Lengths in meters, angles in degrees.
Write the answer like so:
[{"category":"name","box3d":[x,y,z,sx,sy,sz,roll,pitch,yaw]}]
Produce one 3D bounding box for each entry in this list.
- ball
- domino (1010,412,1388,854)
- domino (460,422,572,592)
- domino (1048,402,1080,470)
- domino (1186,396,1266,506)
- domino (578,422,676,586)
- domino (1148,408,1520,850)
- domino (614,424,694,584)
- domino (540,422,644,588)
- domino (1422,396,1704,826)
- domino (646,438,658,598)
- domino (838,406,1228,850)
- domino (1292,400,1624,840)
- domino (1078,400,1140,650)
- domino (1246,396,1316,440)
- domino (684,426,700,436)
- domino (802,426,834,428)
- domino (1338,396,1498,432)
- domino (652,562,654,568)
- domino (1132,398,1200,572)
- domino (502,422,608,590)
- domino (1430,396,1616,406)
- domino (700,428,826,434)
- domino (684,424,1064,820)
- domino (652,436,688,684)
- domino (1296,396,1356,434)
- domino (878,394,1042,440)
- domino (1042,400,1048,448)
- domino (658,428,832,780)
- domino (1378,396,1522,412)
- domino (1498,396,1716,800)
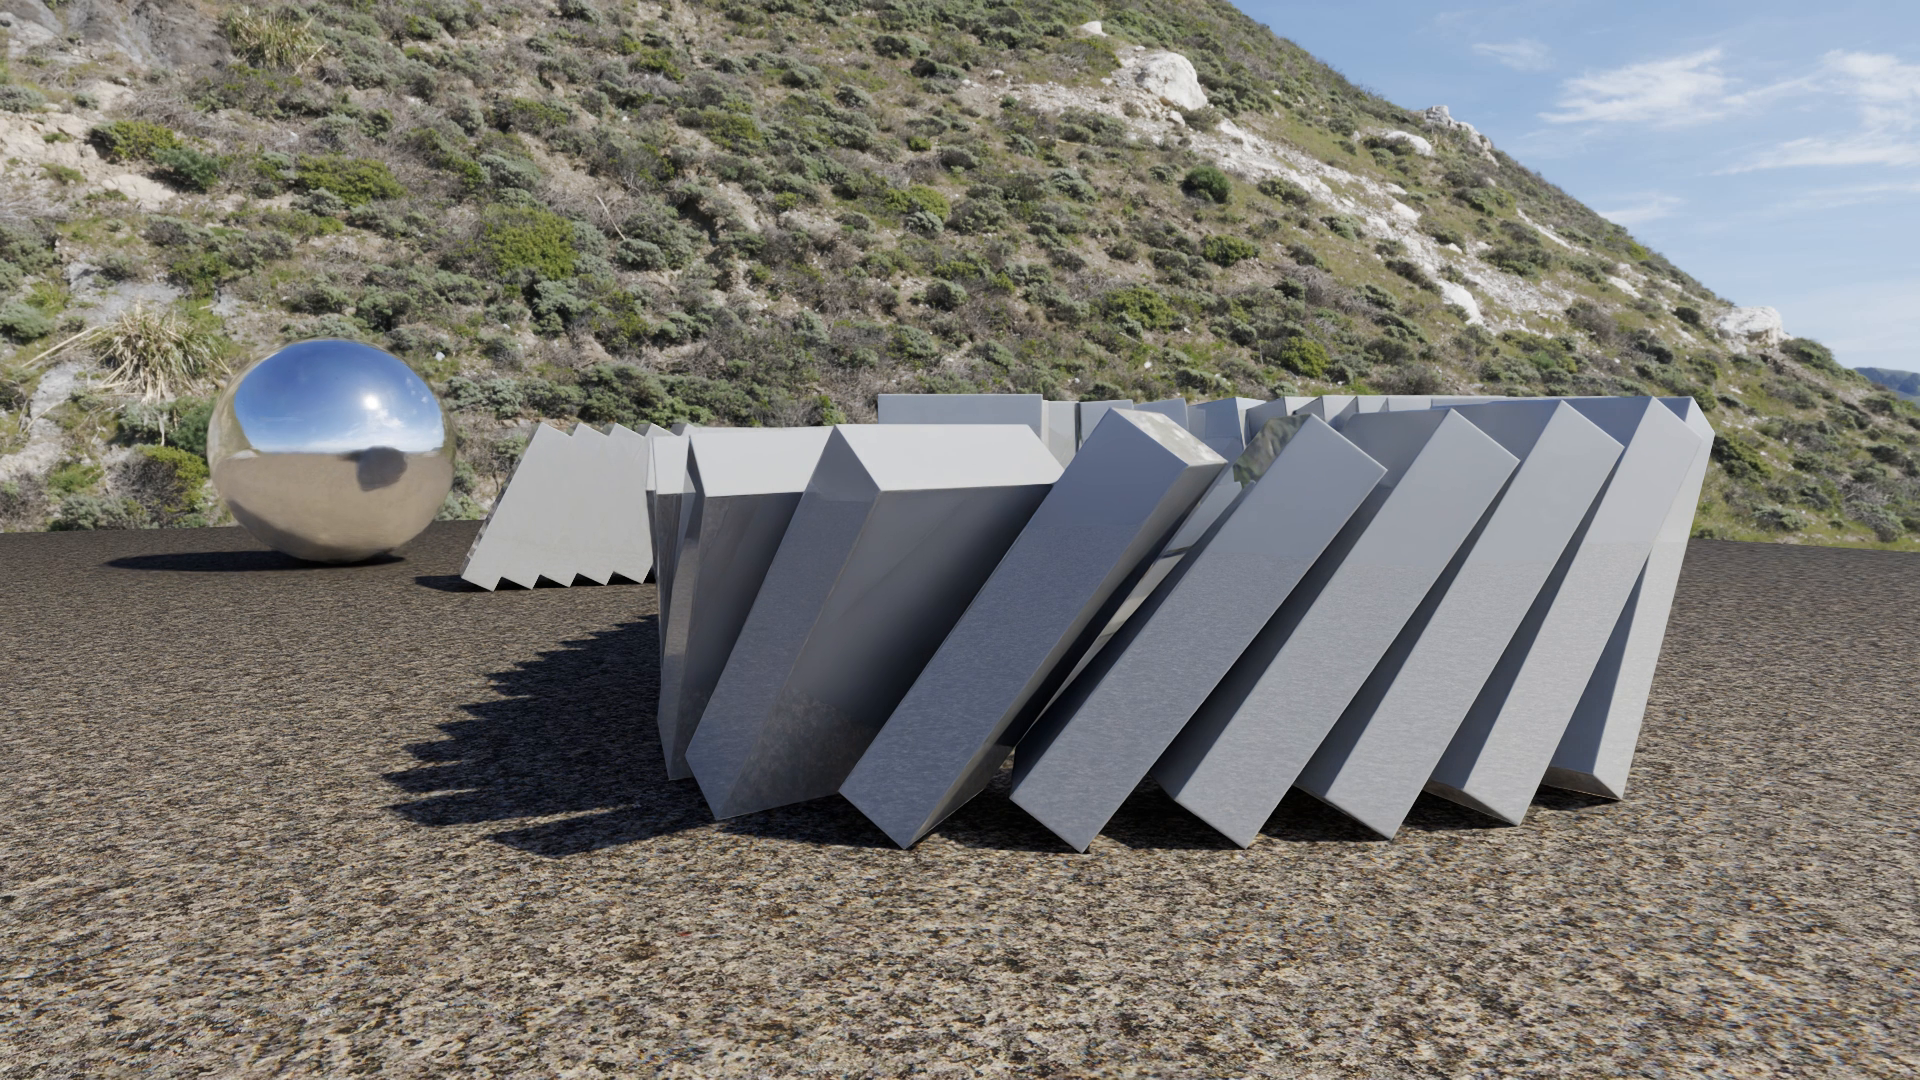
[{"category":"ball","box3d":[-0.221,-0.032,0.456,0.080,0.080,0.080,0,4,0]},{"category":"domino","box3d":[0.025,0.009,0.143,0.010,0.050,0.025,37,6,1]},{"category":"domino","box3d":[-0.133,-0.010,0.382,0.010,0.050,0.025,28,-7,-22]},{"category":"domino","box3d":[0.013,-0.001,0.243,0.009,0.050,0.025,-3,5,-19]},{"category":"domino","box3d":[0.054,-0.001,0.243,0.010,0.050,0.025,-9,0,26]},{"category":"domino","box3d":[-0.104,-0.012,0.397,0.010,0.050,0.025,28,-7,-22]},{"category":"domino","box3d":[0.039,0.008,0.146,0.009,0.050,0.025,35,0,-7]},{"category":"domino","box3d":[-0.095,-0.012,0.402,0.009,0.050,0.025,28,-7,-22]},{"category":"domino","box3d":[-0.114,-0.011,0.392,0.009,0.050,0.025,28,-7,-22]},{"category":"domino","box3d":[0.066,0.007,0.156,0.009,0.050,0.025,31,-7,-20]},{"category":"domino","box3d":[-0.029,0.007,0.181,0.025,0.050,0.009,-1,47,-9]},{"category":"domino","box3d":[0.009,0.009,0.141,0.009,0.050,0.025,39,16,14]},{"category":"domino","box3d":[0.053,0.008,0.150,0.009,0.050,0.025,32,-3,-12]},{"category":"domino","box3d":[0.027,-0.001,0.244,0.009,0.050,0.025,-4,4,-3]},{"category":"domino","box3d":[0.069,-0.001,0.236,0.025,0.050,0.009,-3,-7,-32]},{"category":"domino","box3d":[-0.036,0.002,0.235,0.025,0.050,0.009,0,43,-6]},{"category":"domino","box3d":[-0.034,0.000,0.259,0.025,0.050,0.009,-3,43,-5]},{"category":"domino","box3d":[0.078,0.002,0.210,0.025,0.050,0.010,0,-14,-3]},{"category":"domino","box3d":[-0.081,-0.011,0.407,0.009,0.050,0.025,39,-11,-20]},{"category":"domino","box3d":[0.040,-0.001,0.244,0.009,0.050,0.025,-8,3,6]},{"category":"domino","box3d":[-0.123,-0.011,0.387,0.010,0.050,0.025,28,-7,-22]},{"category":"domino","box3d":[0.080,0.004,0.182,0.025,0.050,0.009,1,-21,19]},{"category":"domino","box3d":[-0.031,0.003,0.224,0.025,0.050,0.010,0,43,-6]},{"category":"domino","box3d":[-0.010,0.010,0.142,0.025,0.050,0.010,-4,46,-40]},{"category":"domino","box3d":[-0.026,0.008,0.167,0.025,0.050,0.009,-3,47,-14]},{"category":"domino","box3d":[0.075,0.000,0.223,0.025,0.050,0.010,-1,-10,-13]},{"category":"domino","box3d":[0.000,0.002,0.201,0.025,0.050,0.010,0,4,0]},{"category":"domino","box3d":[0.003,0.000,0.230,0.025,0.050,0.009,2,6,29]},{"category":"domino","box3d":[-0.021,0.009,0.153,0.025,0.050,0.009,-4,47,-22]},{"category":"domino","box3d":[0.079,0.003,0.197,0.025,0.050,0.009,0,-19,3]},{"category":"domino","box3d":[0.077,0.006,0.166,0.009,0.050,0.025,33,-18,-38]}]
